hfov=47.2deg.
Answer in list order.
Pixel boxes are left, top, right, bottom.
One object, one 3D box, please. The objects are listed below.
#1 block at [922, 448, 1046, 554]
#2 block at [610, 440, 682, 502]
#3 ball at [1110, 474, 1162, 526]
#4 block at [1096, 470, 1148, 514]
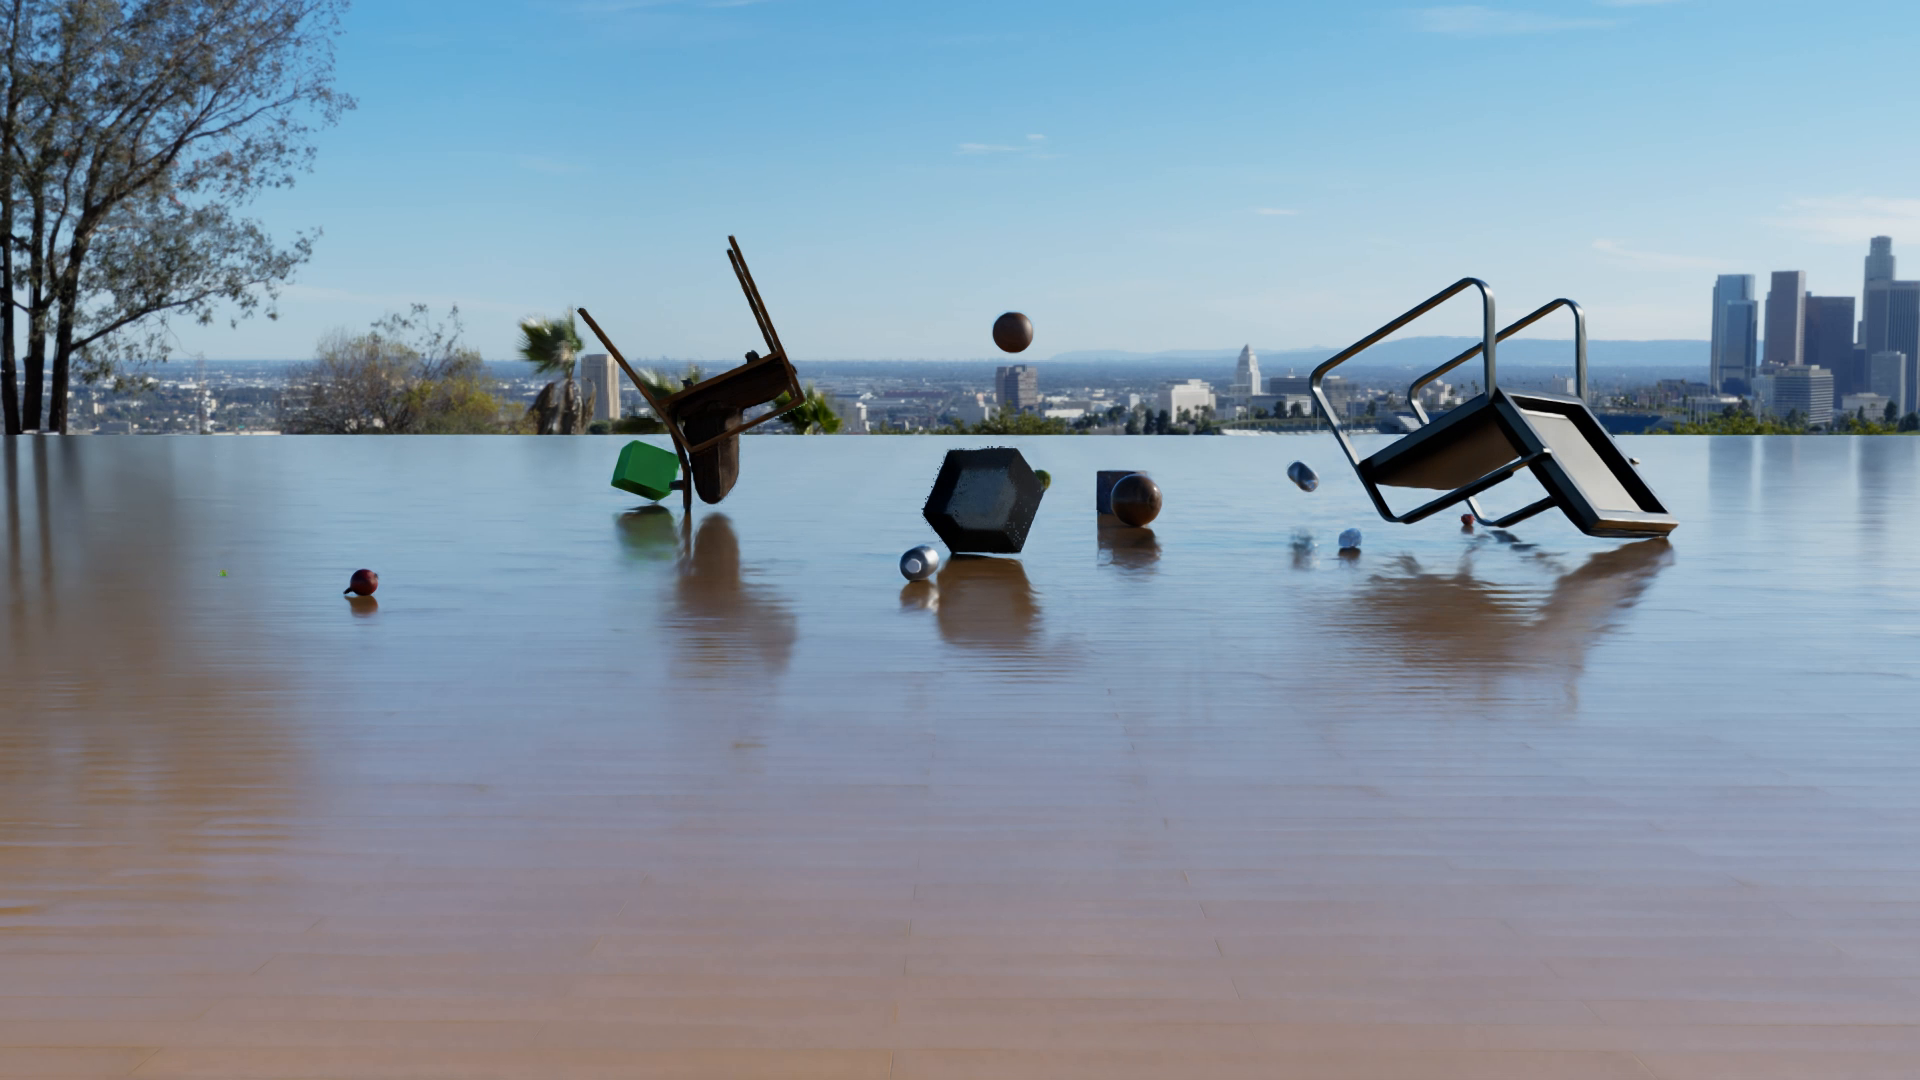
[{"bbox_3d":[0.066,-0.105,5.966,0.220,0.218,0.180,0,-36,34],"label":"block"},{"bbox_3d":[-1.237,-0.272,8.669,0.197,0.160,0.204,20,-15,-20],"label":"block"},{"bbox_3d":[0.577,-0.130,7.193,0.171,0.171,0.171,0,4,0],"label":"ball"},{"bbox_3d":[0.589,-0.175,7.976,0.150,0.153,0.112,2,4,29],"label":"block"}]
